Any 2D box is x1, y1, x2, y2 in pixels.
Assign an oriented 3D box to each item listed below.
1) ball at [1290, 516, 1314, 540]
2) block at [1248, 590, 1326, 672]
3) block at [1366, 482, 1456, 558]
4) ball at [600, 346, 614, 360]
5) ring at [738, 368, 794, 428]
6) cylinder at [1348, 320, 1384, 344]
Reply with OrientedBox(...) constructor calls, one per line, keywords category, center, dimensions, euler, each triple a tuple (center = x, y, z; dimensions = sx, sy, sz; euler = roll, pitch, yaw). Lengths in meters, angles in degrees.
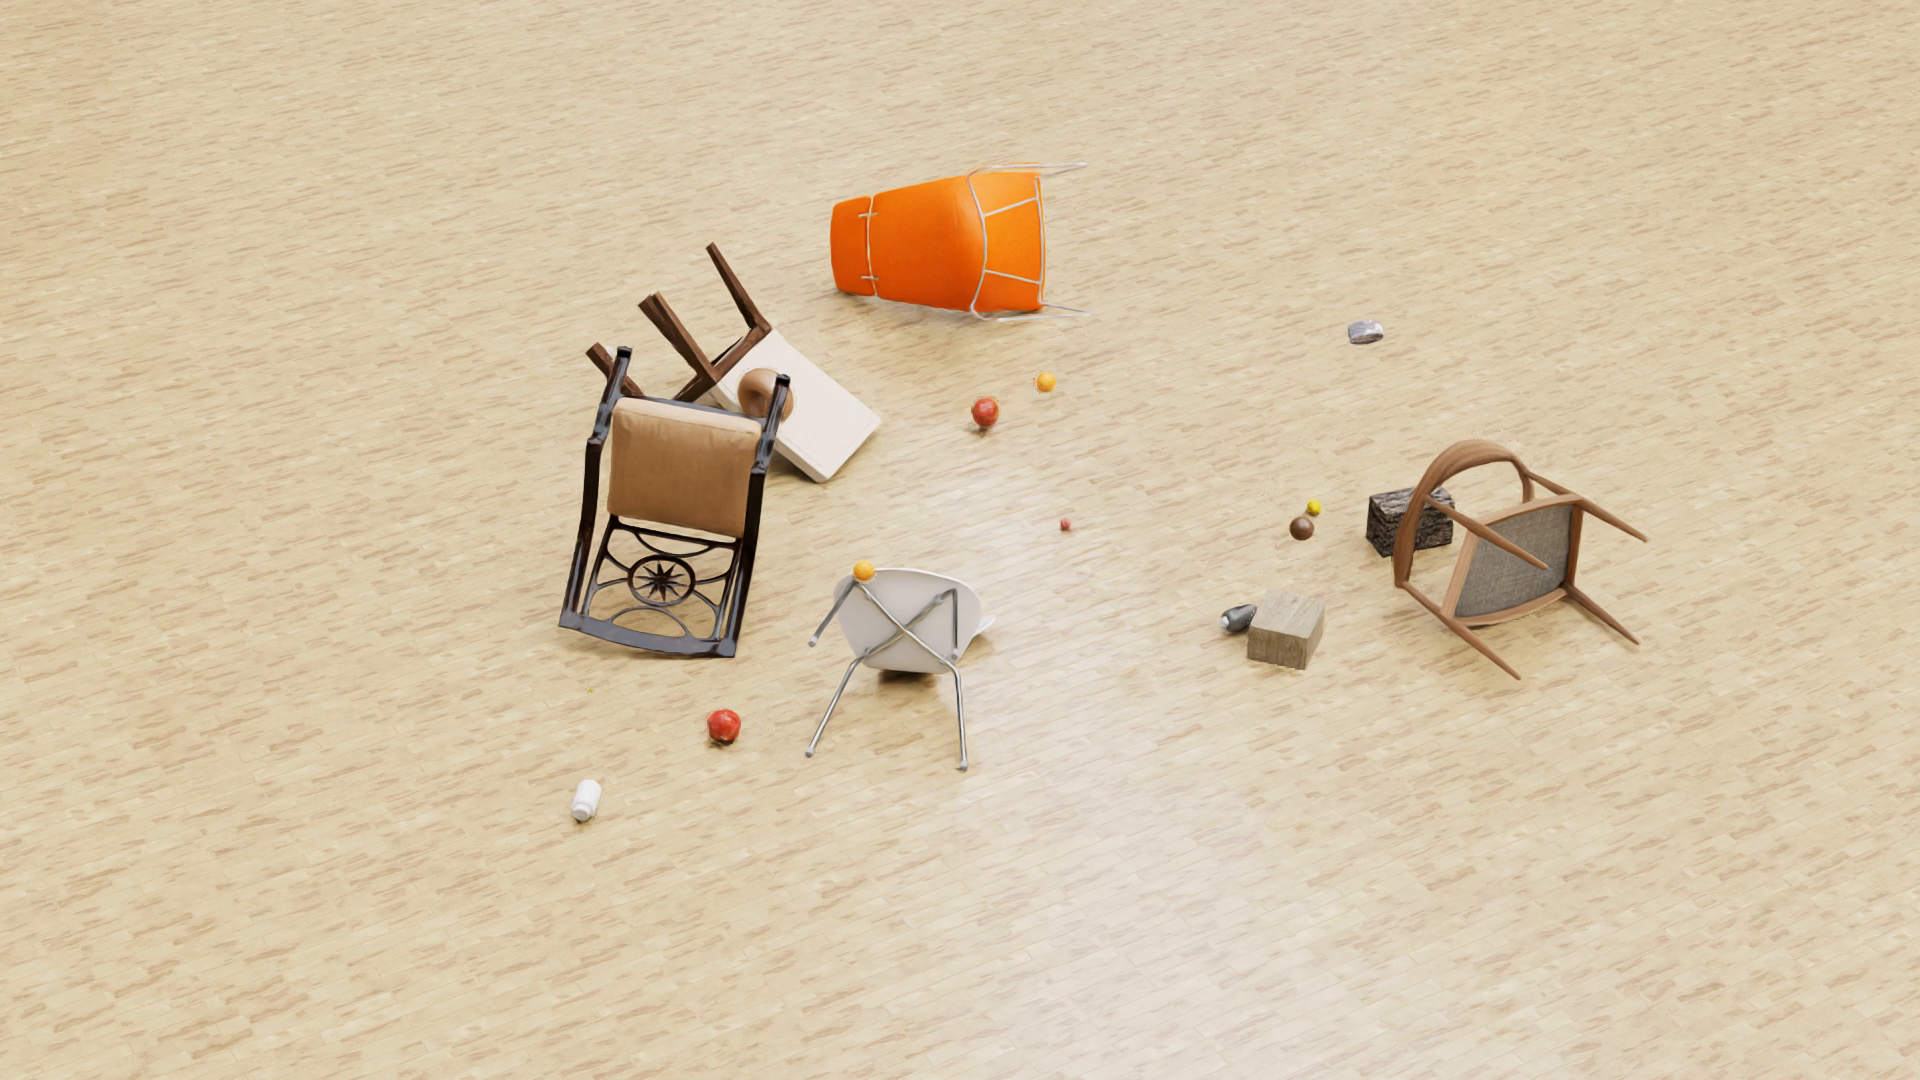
OrientedBox(category="ball", center=(1.132, -0.039, 9.708), dimensions=(0.083, 0.083, 0.083), euler=(0, 33, 0))
OrientedBox(category="block", center=(1.152, 0.317, 10.335), dimensions=(0.210, 0.142, 0.244), euler=(12, 35, 18))
OrientedBox(category="block", center=(1.673, -0.075, 10.889), dimensions=(0.283, 0.187, 0.145), euler=(-11, 35, -16))
OrientedBox(category="ball", center=(-1.450, -0.768, 12.059), dimensions=(0.057, 0.057, 0.057), euler=(0, 33, 0))
OrientedBox(category="ring", center=(-0.740, -0.543, 11.162), dimensions=(0.242, 0.231, 0.118), euler=(33, 45, 26))
OrientedBox(category="cylinder", center=(1.419, -0.727, 10.257), dimensions=(0.120, 0.050, 0.068), euler=(-10, 52, 6))
